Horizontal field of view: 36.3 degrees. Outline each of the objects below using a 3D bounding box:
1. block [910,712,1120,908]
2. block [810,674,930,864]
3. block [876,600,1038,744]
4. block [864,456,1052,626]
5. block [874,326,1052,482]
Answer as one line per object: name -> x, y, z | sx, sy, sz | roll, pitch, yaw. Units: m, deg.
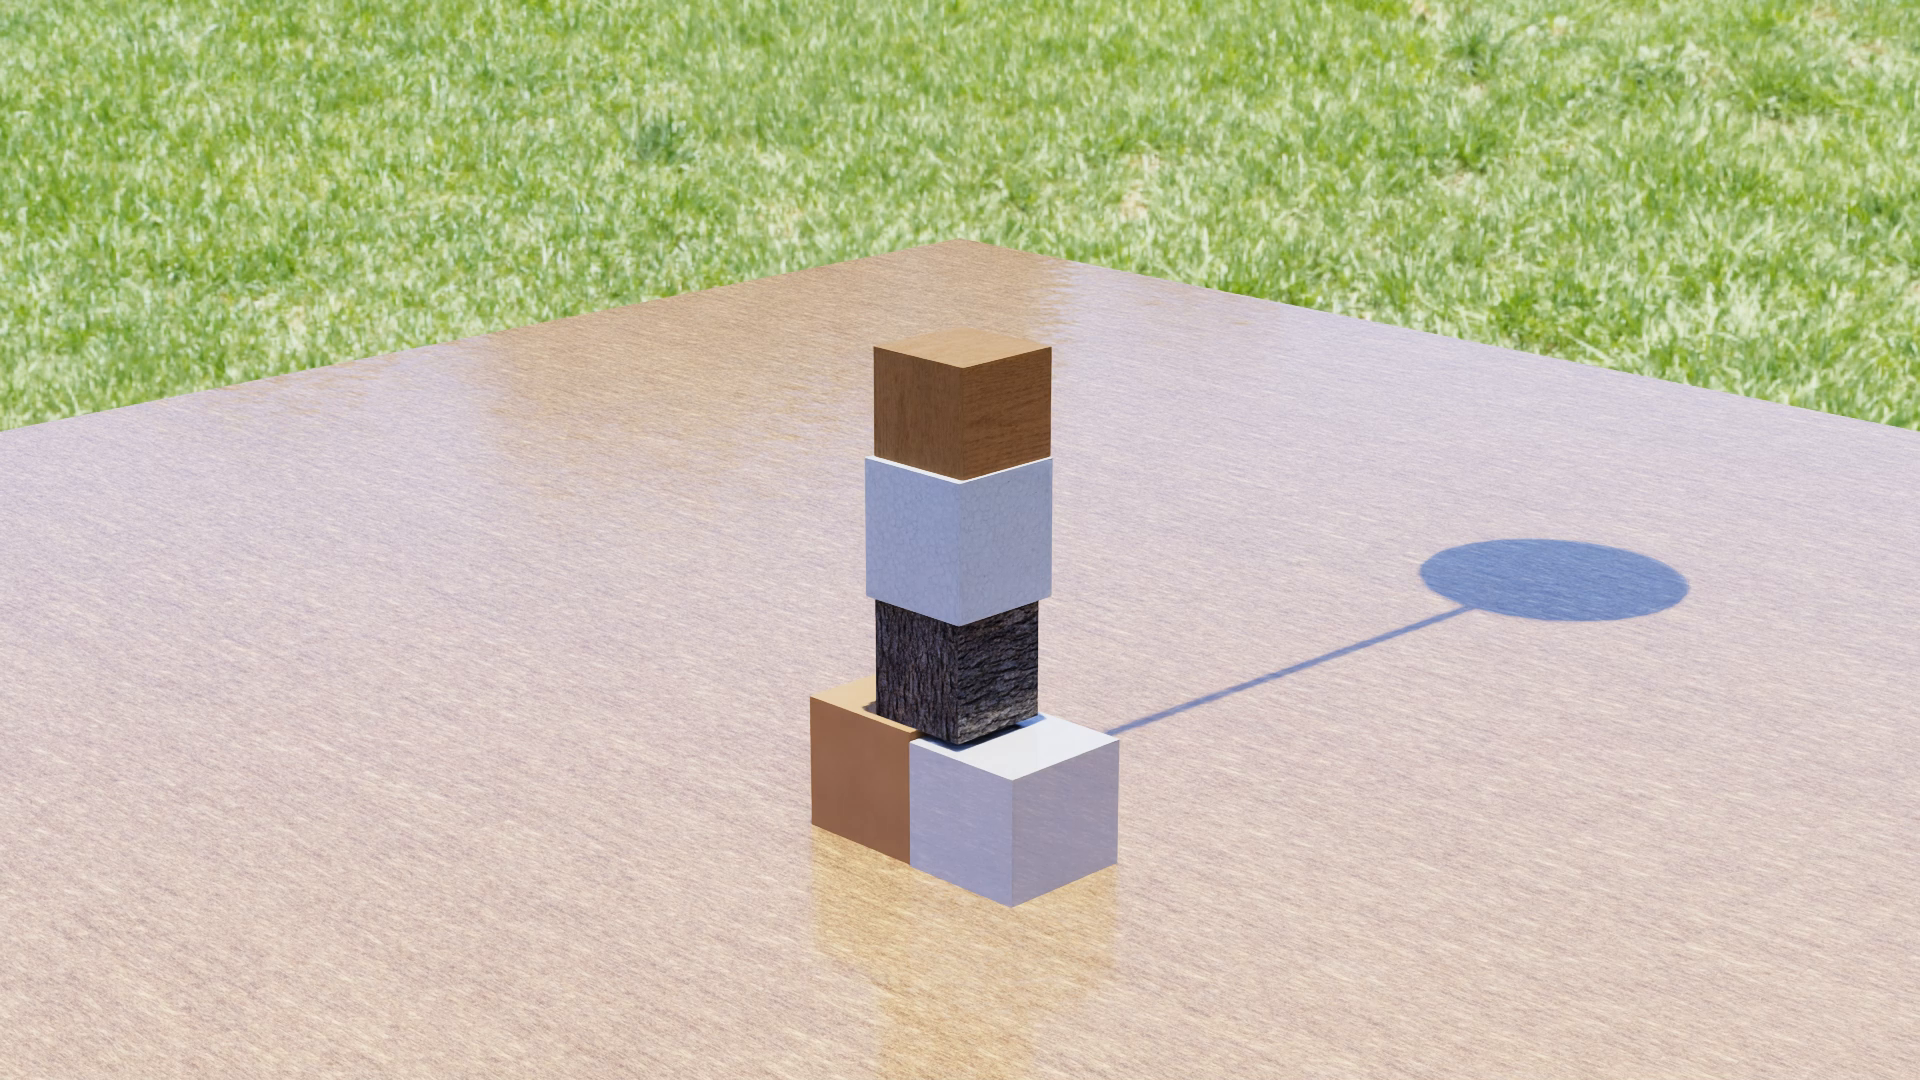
block -> 0.249, 1.209, 13.473 | 0.706, 0.615, 0.652 | -17, 24, -42
block -> -0.221, 1.044, 13.930 | 0.704, 0.655, 0.677 | -17, 24, -42
block -> -0.014, 0.535, 13.495 | 0.523, 0.577, 0.536 | -17, 24, -42
block -> -0.005, -0.057, 13.318 | 0.597, 0.659, 0.603 | -17, 24, -42
block -> 0.011, -0.621, 13.158 | 0.561, 0.511, 0.566 | -17, 24, -42
